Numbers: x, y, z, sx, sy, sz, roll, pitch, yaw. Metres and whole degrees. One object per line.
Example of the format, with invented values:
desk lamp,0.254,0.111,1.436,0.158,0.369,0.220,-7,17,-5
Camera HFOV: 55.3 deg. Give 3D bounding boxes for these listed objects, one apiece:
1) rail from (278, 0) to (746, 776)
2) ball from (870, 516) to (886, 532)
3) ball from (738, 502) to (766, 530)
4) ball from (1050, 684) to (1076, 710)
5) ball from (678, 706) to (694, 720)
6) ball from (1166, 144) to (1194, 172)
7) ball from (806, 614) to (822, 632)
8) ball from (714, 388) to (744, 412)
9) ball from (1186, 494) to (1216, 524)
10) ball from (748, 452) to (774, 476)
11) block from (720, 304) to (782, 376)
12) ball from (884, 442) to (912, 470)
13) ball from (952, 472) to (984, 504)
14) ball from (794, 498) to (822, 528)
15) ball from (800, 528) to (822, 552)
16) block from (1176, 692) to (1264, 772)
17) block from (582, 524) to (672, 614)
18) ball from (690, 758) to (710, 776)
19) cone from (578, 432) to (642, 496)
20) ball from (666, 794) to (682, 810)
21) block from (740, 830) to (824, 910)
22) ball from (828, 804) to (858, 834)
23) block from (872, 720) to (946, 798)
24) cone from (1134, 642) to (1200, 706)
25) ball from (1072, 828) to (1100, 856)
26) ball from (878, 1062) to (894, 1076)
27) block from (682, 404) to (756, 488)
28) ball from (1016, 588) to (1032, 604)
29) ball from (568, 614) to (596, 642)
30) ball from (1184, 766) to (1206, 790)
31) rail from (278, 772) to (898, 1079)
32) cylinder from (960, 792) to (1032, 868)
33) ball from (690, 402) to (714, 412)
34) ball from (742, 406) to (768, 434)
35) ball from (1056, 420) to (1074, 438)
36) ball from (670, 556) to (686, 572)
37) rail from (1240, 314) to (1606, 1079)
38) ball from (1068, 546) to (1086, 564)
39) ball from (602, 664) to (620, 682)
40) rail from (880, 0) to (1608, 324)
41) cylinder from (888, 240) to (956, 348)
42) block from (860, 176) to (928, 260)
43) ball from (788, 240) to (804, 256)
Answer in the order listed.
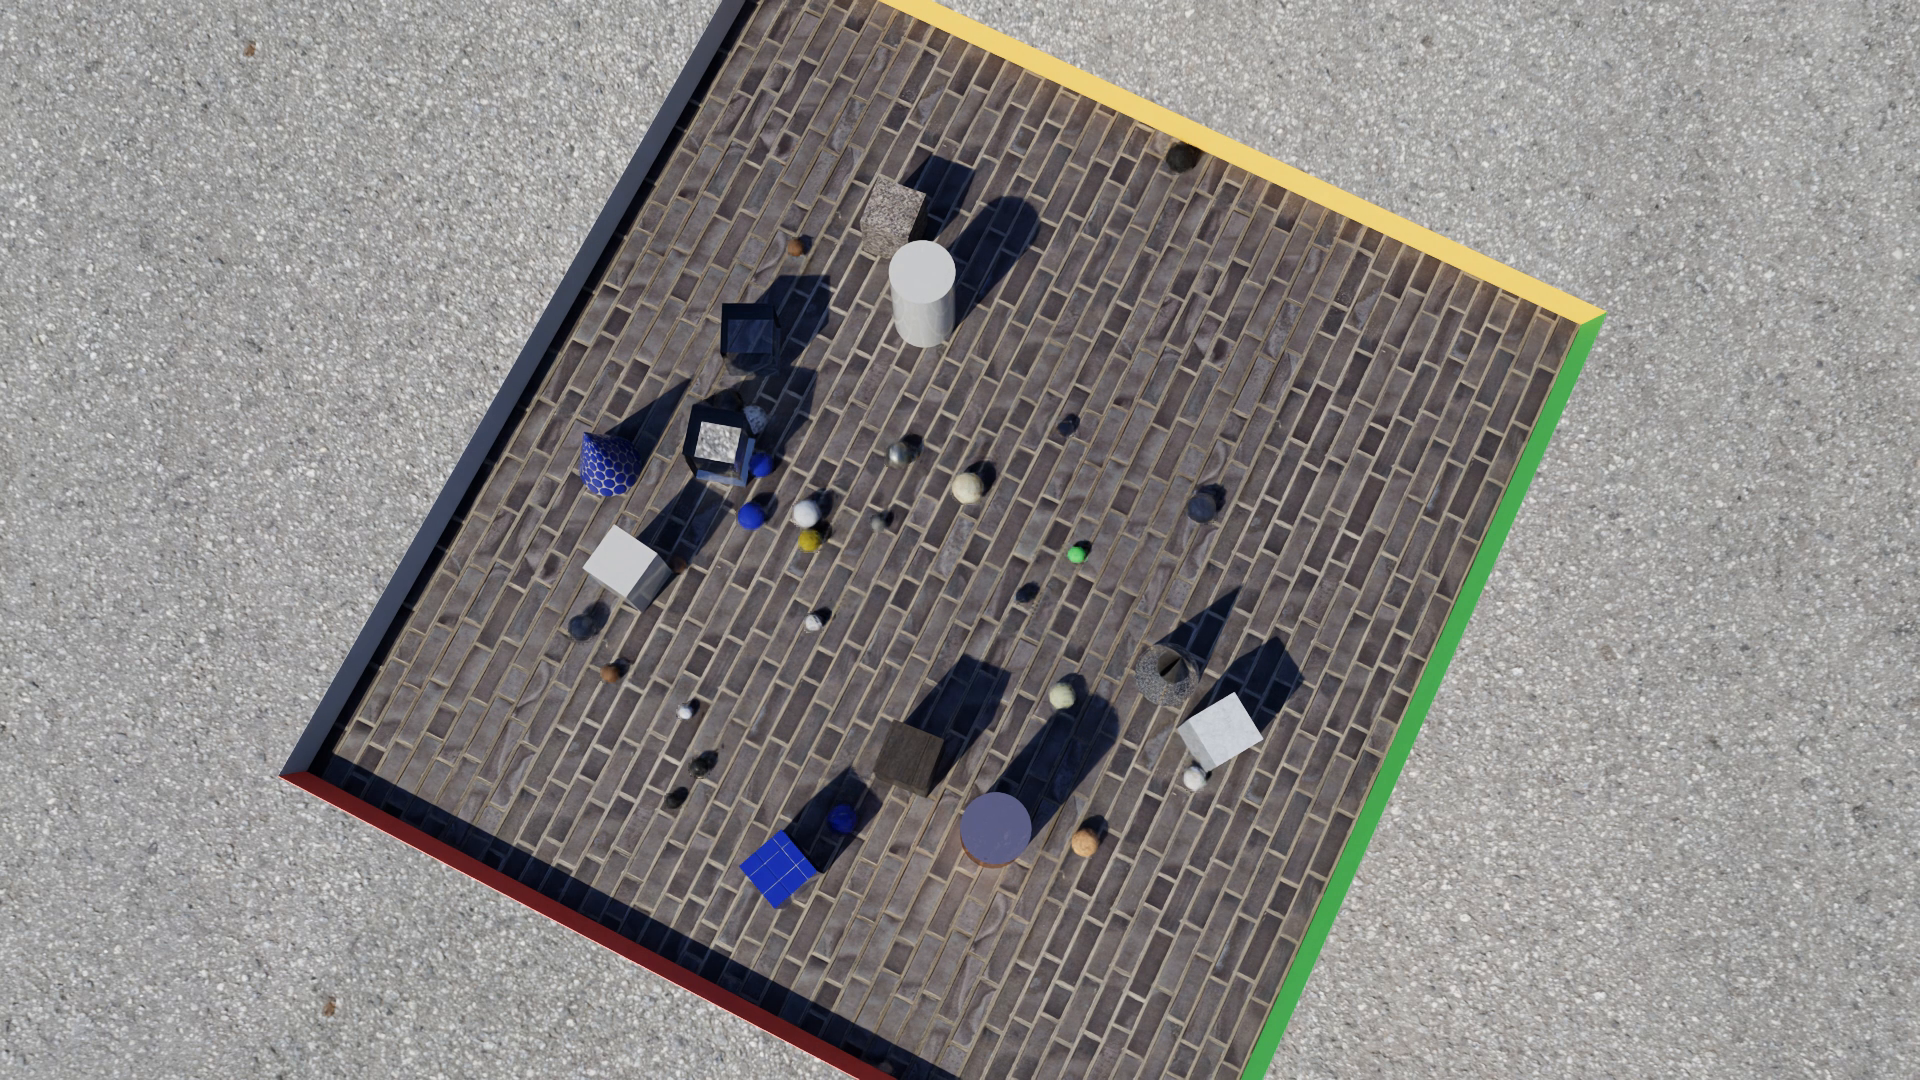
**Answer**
rail,-1.288,-0.624,5.680,0.045,0.127,3.052,26,80,5
ball,-0.248,-0.051,5.602,0.049,0.049,0.049,0,78,0
ball,-0.636,-0.074,5.589,0.084,0.084,0.084,0,78,0
ball,0.307,0.467,5.479,0.079,0.079,0.079,0,78,0
ball,-0.820,0.516,5.487,0.044,0.044,0.044,0,78,0
ball,0.701,-1.212,5.822,0.090,0.090,0.090,0,78,0
ball,-0.441,0.249,5.537,0.054,0.054,0.054,0,78,0
ball,-0.714,-0.419,5.655,0.094,0.094,0.094,0,78,0
ball,0.737,-0.096,5.590,0.091,0.091,0.091,0,78,0
ball,-0.611,-0.232,5.626,0.076,0.076,0.076,0,78,0
block,-0.640,-0.613,5.623,0.156,0.236,0.156,0,78,0
ball,-0.189,-0.259,5.628,0.083,0.083,0.083,0,78,0
ball,0.023,-0.160,5.600,0.098,0.098,0.098,0,78,0
ball,-0.465,-0.082,5.590,0.086,0.086,0.086,0,78,0
ball,-0.455,-0.001,5.581,0.070,0.070,0.070,0,78,0
block,0.757,0.567,5.357,0.156,0.278,0.156,-30,80,-6
block,-0.986,0.089,5.452,0.156,0.286,0.156,33,80,6
ball,-0.774,0.676,5.448,0.056,0.056,0.056,0,78,0
cone,-1.082,-0.270,5.466,0.195,0.404,0.195,0,78,0
ball,-0.850,0.775,5.433,0.046,0.046,0.046,0,78,0
block,-0.511,0.951,5.280,0.156,0.273,0.156,-41,81,-8
ball,-0.346,0.822,5.401,0.088,0.088,0.088,0,78,0
block,-0.145,0.638,5.325,0.156,0.312,0.156,21,79,4
cone,0.625,0.367,5.346,0.195,0.382,0.195,0,78,0
ball,0.368,0.889,5.390,0.082,0.082,0.082,0,78,0
ball,-0.216,1.526,5.277,0.047,0.047,0.047,0,78,0
block,-0.724,-0.282,5.522,0.156,0.299,0.156,10,78,2
ball,0.194,0.171,5.555,0.052,0.052,0.052,0,78,0
ball,-1.139,0.265,5.519,0.084,0.084,0.084,0,78,0
ball,0.697,0.706,5.435,0.069,0.069,0.069,0,78,0
rail,-0.672,1.323,5.277,2.927,0.127,0.045,26,80,5
cylinder,0.098,0.831,5.220,0.195,0.441,0.195,0,78,0
ball,-0.794,-0.390,5.658,0.077,0.077,0.077,0,78,0
ball,-0.637,-0.371,5.649,0.088,0.088,0.088,0,78,0
ball,0.326,-0.345,5.660,0.054,0.054,0.054,0,78,0
ball,-0.858,0.075,5.575,0.050,0.050,0.050,0,78,0
rail,1.288,0.637,5.419,0.045,0.127,3.052,26,80,5
ball,0.355,0.045,5.580,0.054,0.054,0.054,0,78,0
ball,-1.048,0.401,5.505,0.055,0.055,0.055,0,78,0
rail,0.672,-1.309,5.822,2.927,0.127,0.045,26,80,5
cylinder,-0.110,-0.741,5.556,0.195,0.419,0.195,0,78,0
block,-0.204,-0.986,5.696,0.156,0.245,0.156,20,79,4
ball,-0.517,-0.920,5.779,0.055,0.055,0.055,0,78,0
